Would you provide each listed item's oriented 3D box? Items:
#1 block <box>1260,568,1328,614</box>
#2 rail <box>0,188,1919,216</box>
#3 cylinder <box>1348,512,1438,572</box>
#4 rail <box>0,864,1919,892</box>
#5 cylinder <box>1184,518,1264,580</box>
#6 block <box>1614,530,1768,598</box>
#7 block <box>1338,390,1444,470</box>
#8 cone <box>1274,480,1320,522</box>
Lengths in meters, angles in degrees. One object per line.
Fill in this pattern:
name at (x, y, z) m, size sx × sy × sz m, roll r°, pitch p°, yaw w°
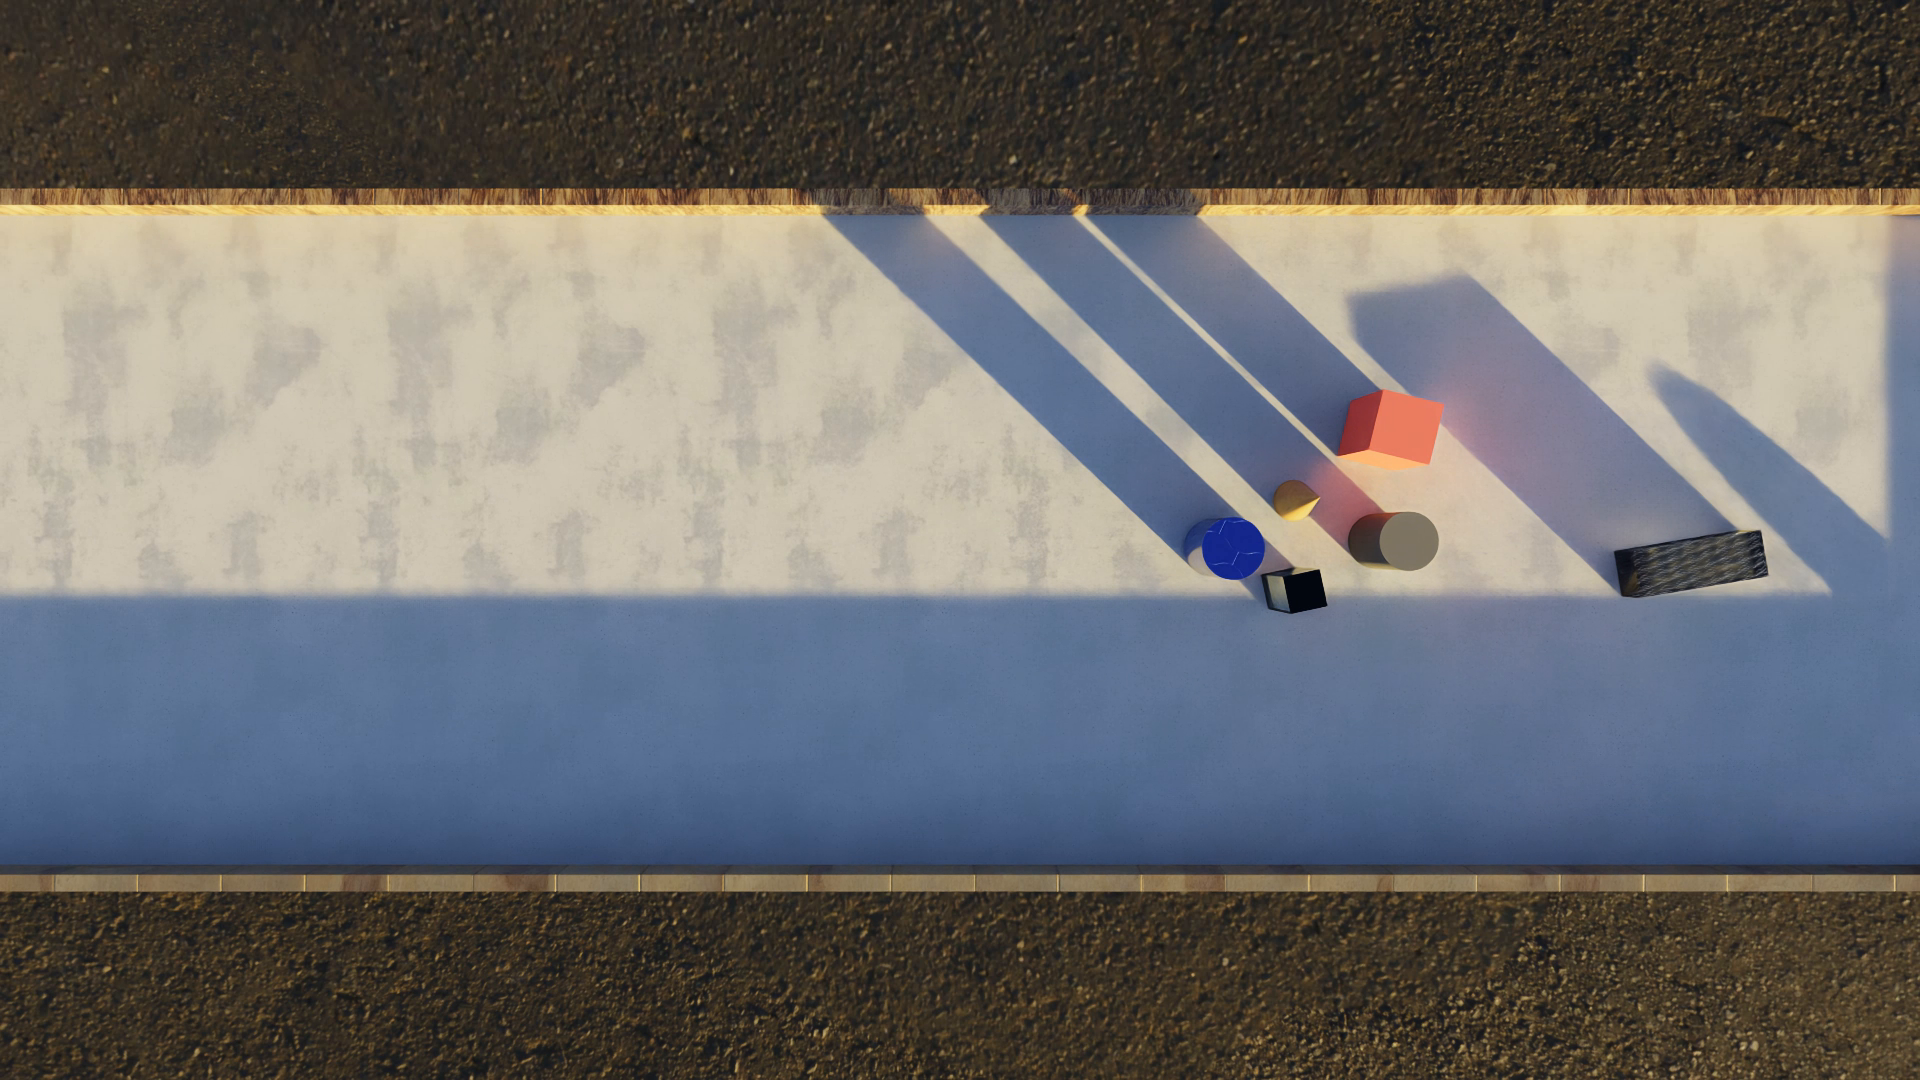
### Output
block at (0.990, 0.148, 4.904) m, size 0.109 × 0.345 × 0.109 m, roll -12°, pitch 90°, yaw 0°
rail at (-2.247, -1.025, 5.002) m, size 12.000 × 0.150 × 0.050 m, roll 0°, pitch 90°, yaw 0°
cylinder at (1.279, 0.004, 4.886) m, size 0.170 × 0.381 × 0.170 m, roll 0°, pitch 90°, yaw 0°
rail at (-2.247, 1.025, 5.001) m, size 12.000 × 0.150 × 0.050 m, roll 0°, pitch 90°, yaw 0°
cylinder at (0.778, 0.024, 4.883) m, size 0.179 × 0.387 × 0.179 m, roll 0°, pitch 90°, yaw 0°
block at (2.217, 0.072, 5.006) m, size 0.389 × 0.142 × 0.142 m, roll -10°, pitch 90°, yaw 0°
block at (1.268, -0.321, 4.880) m, size 0.178 × 0.393 × 0.178 m, roll 14°, pitch 90°, yaw 0°
cone at (1.027, -0.121, 4.888) m, size 0.127 × 0.376 × 0.127 m, roll 0°, pitch 90°, yaw 0°
